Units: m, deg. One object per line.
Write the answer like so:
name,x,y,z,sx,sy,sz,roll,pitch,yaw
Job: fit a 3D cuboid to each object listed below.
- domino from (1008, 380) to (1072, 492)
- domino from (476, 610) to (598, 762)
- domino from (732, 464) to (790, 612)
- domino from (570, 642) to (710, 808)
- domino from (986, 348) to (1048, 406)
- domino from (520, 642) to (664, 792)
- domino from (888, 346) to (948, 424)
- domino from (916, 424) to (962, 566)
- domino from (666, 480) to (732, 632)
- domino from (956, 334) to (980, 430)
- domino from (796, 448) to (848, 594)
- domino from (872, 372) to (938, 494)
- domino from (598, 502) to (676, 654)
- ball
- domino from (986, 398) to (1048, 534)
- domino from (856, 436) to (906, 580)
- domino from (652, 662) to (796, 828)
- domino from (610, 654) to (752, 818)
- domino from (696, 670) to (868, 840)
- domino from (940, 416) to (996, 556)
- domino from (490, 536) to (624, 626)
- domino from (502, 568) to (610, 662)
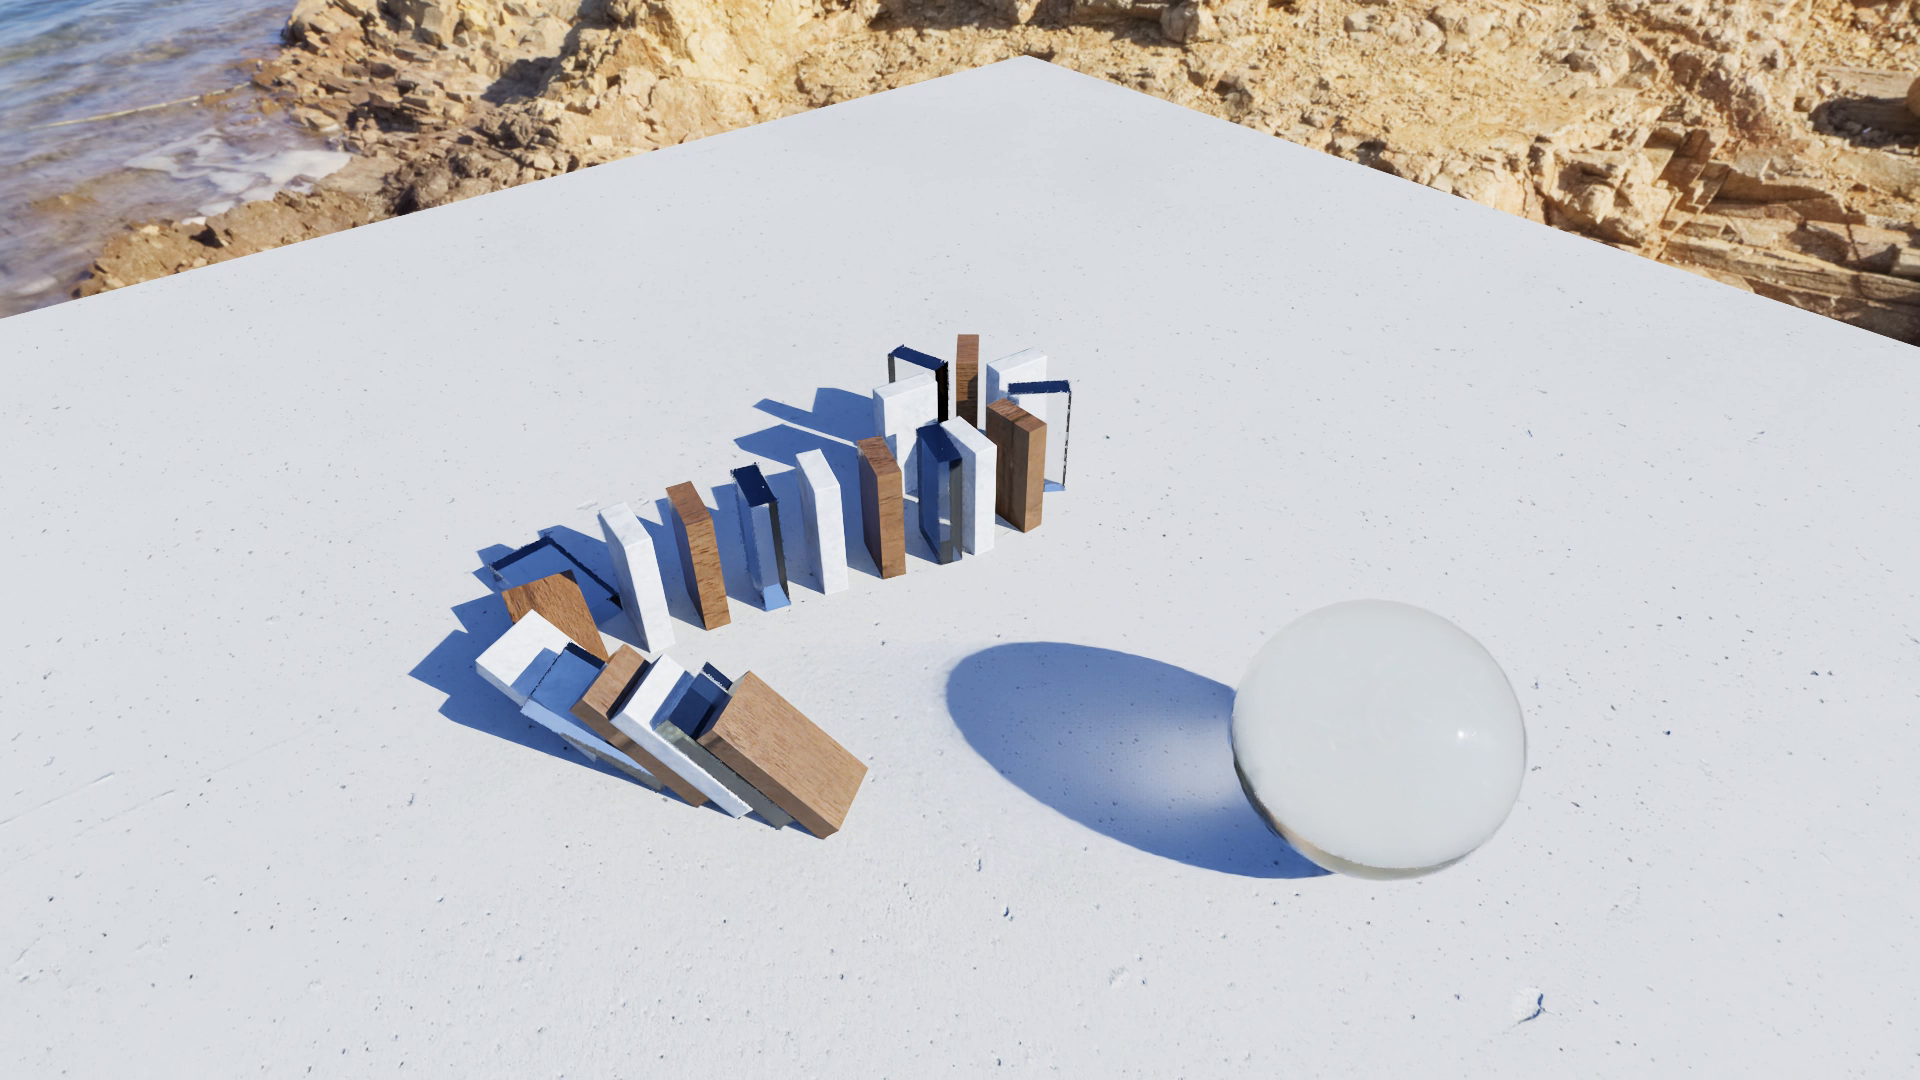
domino,0.032,-0.043,0.464,0.025,0.050,0.009,-4,39,-4
domino,-0.132,0.048,0.367,0.050,0.010,0.025,36,53,4
domino,-0.074,0.000,0.412,0.010,0.050,0.025,-16,42,-19
domino,-0.095,0.059,0.348,0.050,0.009,0.025,43,40,-15
domino,0.024,-0.057,0.481,0.025,0.050,0.009,-24,45,-26
domino,-0.111,0.057,0.354,0.050,0.009,0.025,33,42,-10
domino,-0.018,-0.058,0.482,0.025,0.050,0.009,24,45,26
domino,-0.008,-0.018,0.433,0.010,0.050,0.025,-14,41,-16
domino,-0.096,0.006,0.404,0.009,0.050,0.025,-18,43,-21
domino,0.003,-0.063,0.488,0.009,0.050,0.025,1,39,1
domino,-0.052,-0.007,0.419,0.010,0.050,0.025,-15,42,-17
domino,-0.023,-0.044,0.465,0.025,0.050,0.009,-22,44,-24
domino,-0.116,0.014,0.395,0.010,0.050,0.025,-23,45,-26
ball,0.119,0.057,0.318,0.080,0.080,0.080,0,39,0
domino,0.022,-0.030,0.448,0.009,0.050,0.025,-28,47,-30
domino,-0.030,-0.012,0.426,0.009,0.050,0.025,-14,41,-16
domino,-0.067,0.064,0.341,0.050,0.009,0.025,43,40,-15
domino,-0.081,0.061,0.344,0.050,0.009,0.025,42,40,-15
domino,-0.054,0.066,0.338,0.050,0.009,0.025,43,40,-15
domino,0.003,-0.021,0.437,0.010,0.050,0.025,-23,45,-26
domino,-0.155,0.018,0.421,0.050,0.010,0.025,31,48,32
domino,-0.141,0.036,0.389,0.025,0.010,0.050,-20,60,-23
